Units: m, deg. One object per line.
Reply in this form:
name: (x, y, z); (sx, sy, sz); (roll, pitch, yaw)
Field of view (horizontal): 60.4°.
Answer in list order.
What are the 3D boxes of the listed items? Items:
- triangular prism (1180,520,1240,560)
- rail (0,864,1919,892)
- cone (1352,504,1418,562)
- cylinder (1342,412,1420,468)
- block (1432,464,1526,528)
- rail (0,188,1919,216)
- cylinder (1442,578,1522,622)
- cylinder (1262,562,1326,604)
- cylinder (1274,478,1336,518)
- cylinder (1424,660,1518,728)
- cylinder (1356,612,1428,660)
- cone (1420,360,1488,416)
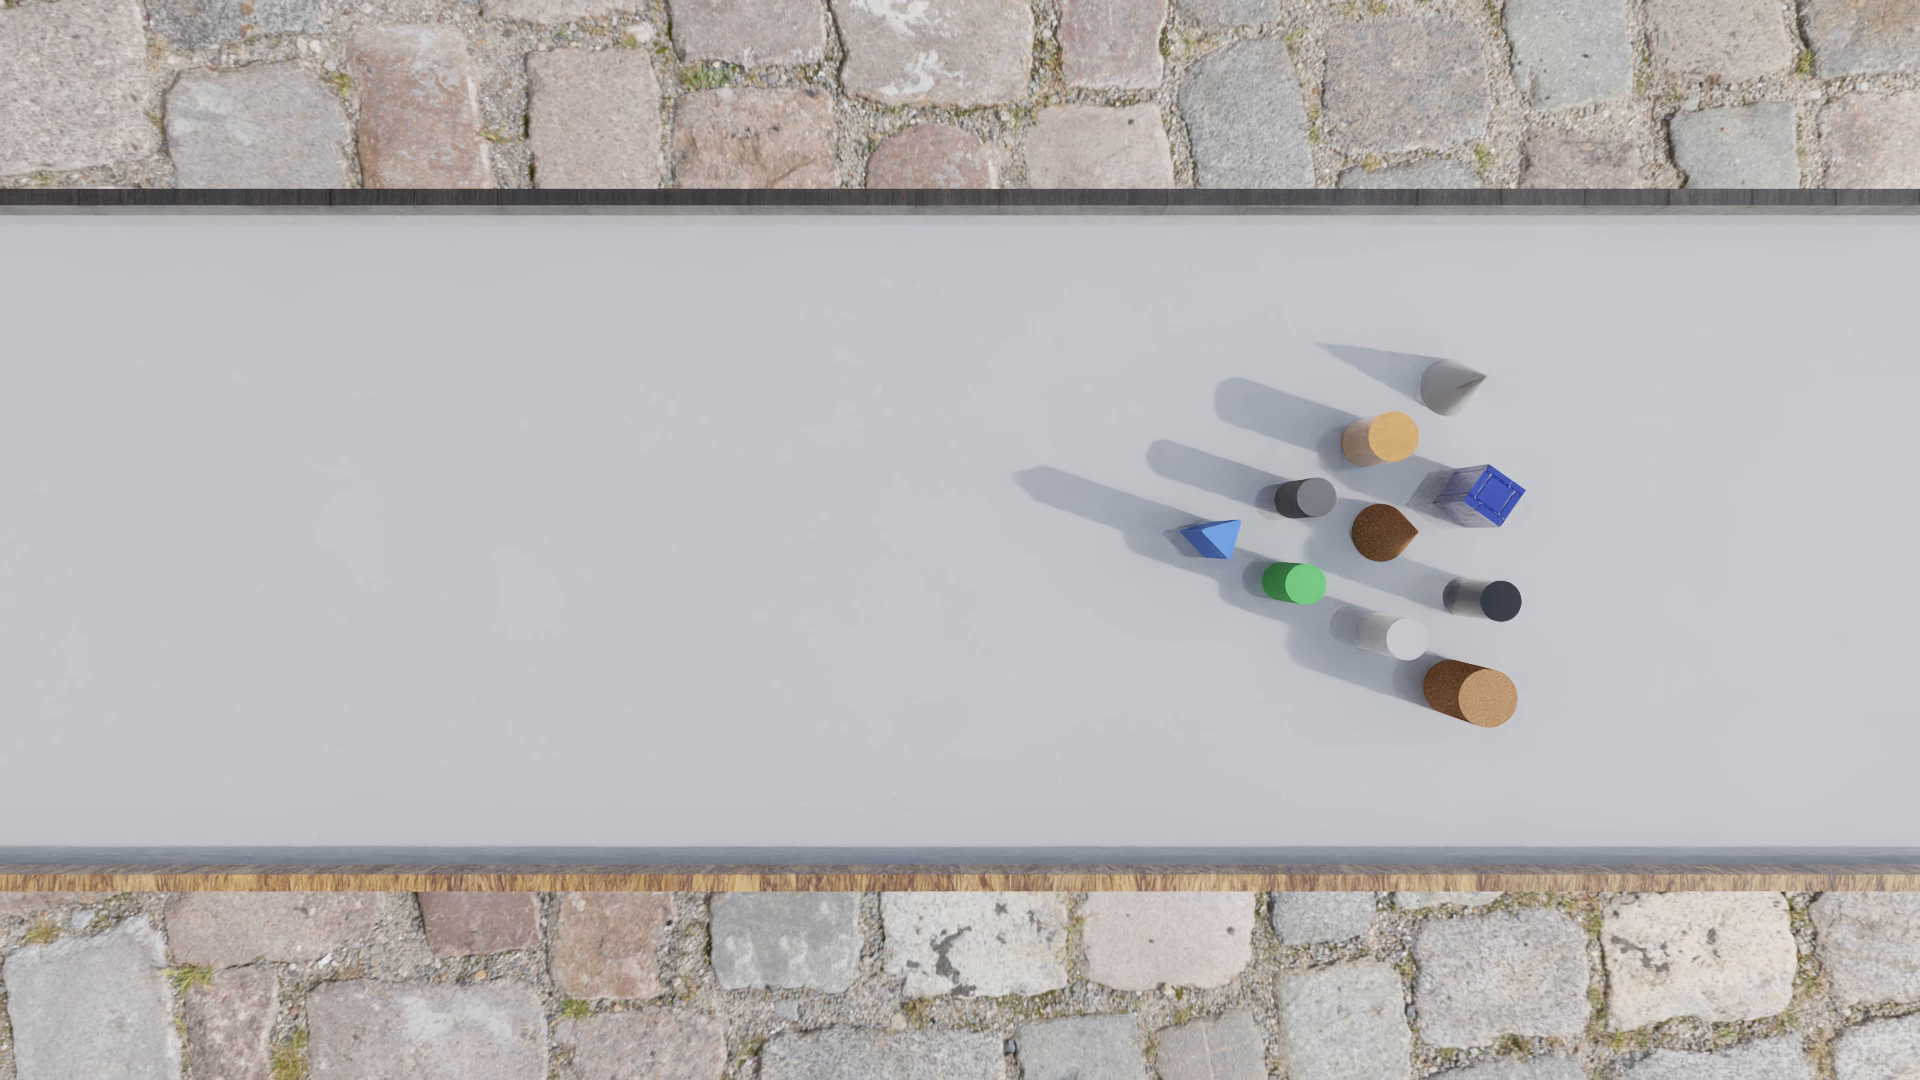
triangular prism: (0.753, -0.021, 4.852); (0.098, 0.450, 0.113); (-44, 90, 0)
rail: (-2.247, 1.025, 5.001); (12.000, 0.150, 0.050); (0, 90, 0)
cone: (1.295, -0.022, 4.864); (0.178, 0.425, 0.178); (0, 90, 0)
cylinder: (1.246, -0.297, 4.907); (0.146, 0.340, 0.146); (0, 90, 0)
block: (1.545, -0.128, 4.922); (0.131, 0.309, 0.131); (35, 90, 0)
rail: (-2.247, -1.025, 5.002); (12.000, 0.150, 0.050); (0, 90, 0)
cylinder: (1.544, 0.175, 4.892); (0.118, 0.369, 0.118); (0, 90, 0)
cylinder: (0.988, 0.127, 4.895); (0.118, 0.363, 0.118); (0, 90, 0)
cylinder: (1.025, -0.123, 4.907); (0.114, 0.338, 0.114); (0, 90, 0)
cylinder: (1.510, 0.453, 4.896); (0.169, 0.361, 0.169); (0, 90, 0)
cylinder: (1.279, 0.283, 4.894); (0.122, 0.364, 0.122); (0, 90, 0)
cone: (1.505, -0.469, 4.889); (0.177, 0.375, 0.177); (0, 90, 0)
